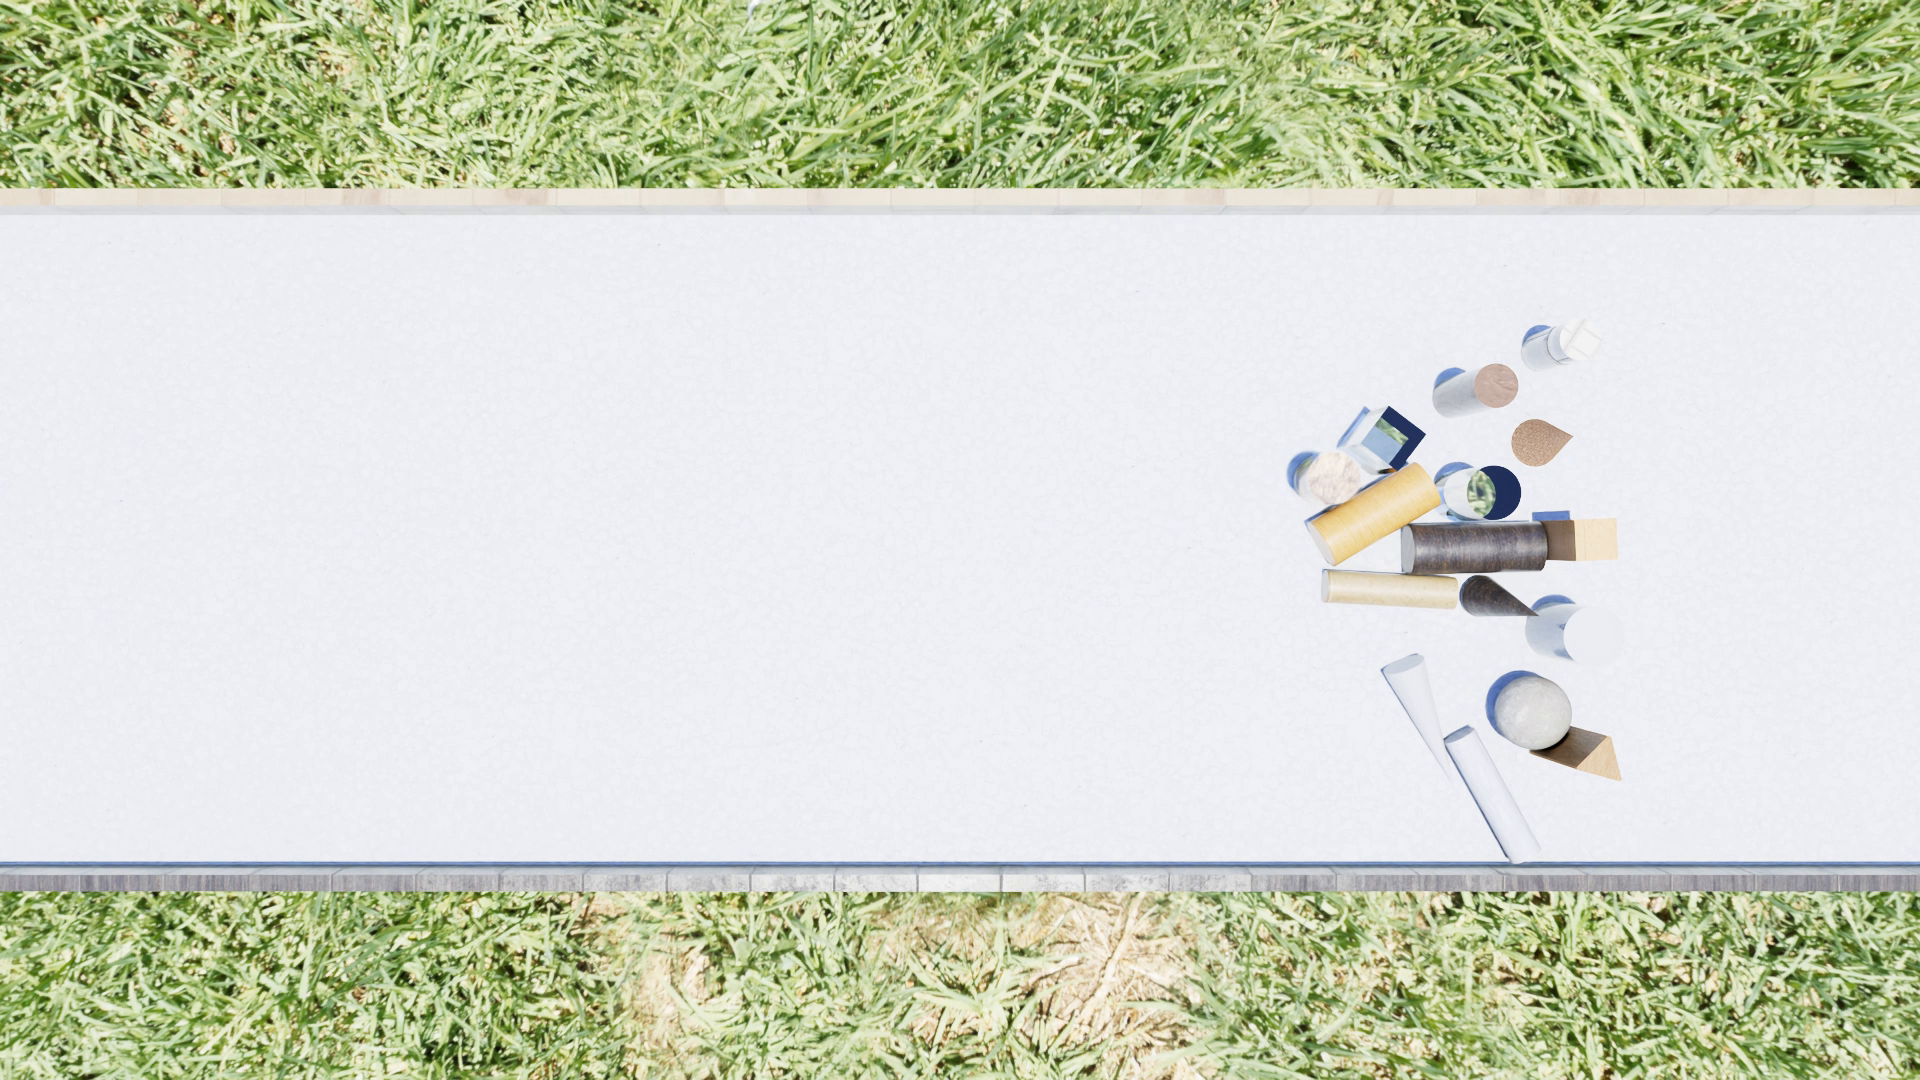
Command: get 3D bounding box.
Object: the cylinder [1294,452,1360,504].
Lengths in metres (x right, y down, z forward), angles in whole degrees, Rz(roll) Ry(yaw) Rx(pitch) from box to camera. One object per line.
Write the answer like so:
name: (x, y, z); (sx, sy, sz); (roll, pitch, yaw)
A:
cylinder: (1.087, -0.180, 4.900); (0.149, 0.341, 0.149); (0, 91, 5)

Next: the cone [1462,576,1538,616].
cone: (1.635, 0.196, 4.903); (0.130, 0.323, 0.130); (-2, 99, -13)

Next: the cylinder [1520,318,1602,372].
cylinder: (1.787, -0.577, 4.911); (0.121, 0.330, 0.121); (0, 90, 0)

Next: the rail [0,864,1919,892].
rail: (-2.247, 1.025, 5.001); (12.000, 0.150, 0.050); (0, 90, 0)

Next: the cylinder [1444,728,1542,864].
cylinder: (1.623, 0.778, 5.026); (0.100, 0.100, 0.418); (-29, 90, 0)

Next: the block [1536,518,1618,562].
block: (1.820, -0.001, 4.892); (0.119, 0.368, 0.119); (-3, 90, 1)

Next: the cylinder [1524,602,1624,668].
cylinder: (1.827, 0.279, 4.914); (0.176, 0.325, 0.176); (0, 90, 0)

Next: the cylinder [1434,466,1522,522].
cylinder: (1.528, -0.135, 4.898); (0.158, 0.357, 0.158); (0, 90, 0)

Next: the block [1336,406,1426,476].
block: (1.255, -0.293, 4.925); (0.137, 0.302, 0.137); (37, 90, 0)

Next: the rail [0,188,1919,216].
rail: (-2.247, -1.025, 5.002); (12.000, 0.150, 0.050); (0, 90, 0)

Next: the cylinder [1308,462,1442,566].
cylinder: (1.255, -0.078, 4.999); (0.368, 0.155, 0.155); (-30, 90, 0)

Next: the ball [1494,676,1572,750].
ball: (1.725, 0.520, 4.965); (0.222, 0.222, 0.222); (0, 90, 0)

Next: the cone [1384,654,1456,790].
cone: (1.437, 0.574, 5.044); (0.130, 0.130, 0.433); (-24, 99, 0)

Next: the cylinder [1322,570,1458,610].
cylinder: (1.308, 0.152, 5.026); (0.394, 0.100, 0.100); (3, 90, 0)

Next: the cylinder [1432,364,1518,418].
cylinder: (1.516, -0.436, 4.869); (0.127, 0.416, 0.127); (0, 90, 0)

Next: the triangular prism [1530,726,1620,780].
triangular prism: (1.833, 0.615, 4.889); (0.133, 0.374, 0.115); (16, 89, -1)

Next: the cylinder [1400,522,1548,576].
cylinder: (1.555, 0.025, 5.000); (0.398, 0.153, 0.153); (-1, 90, 0)

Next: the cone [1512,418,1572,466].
cone: (1.770, -0.299, 4.917); (0.148, 0.319, 0.148); (0, 90, 0)
